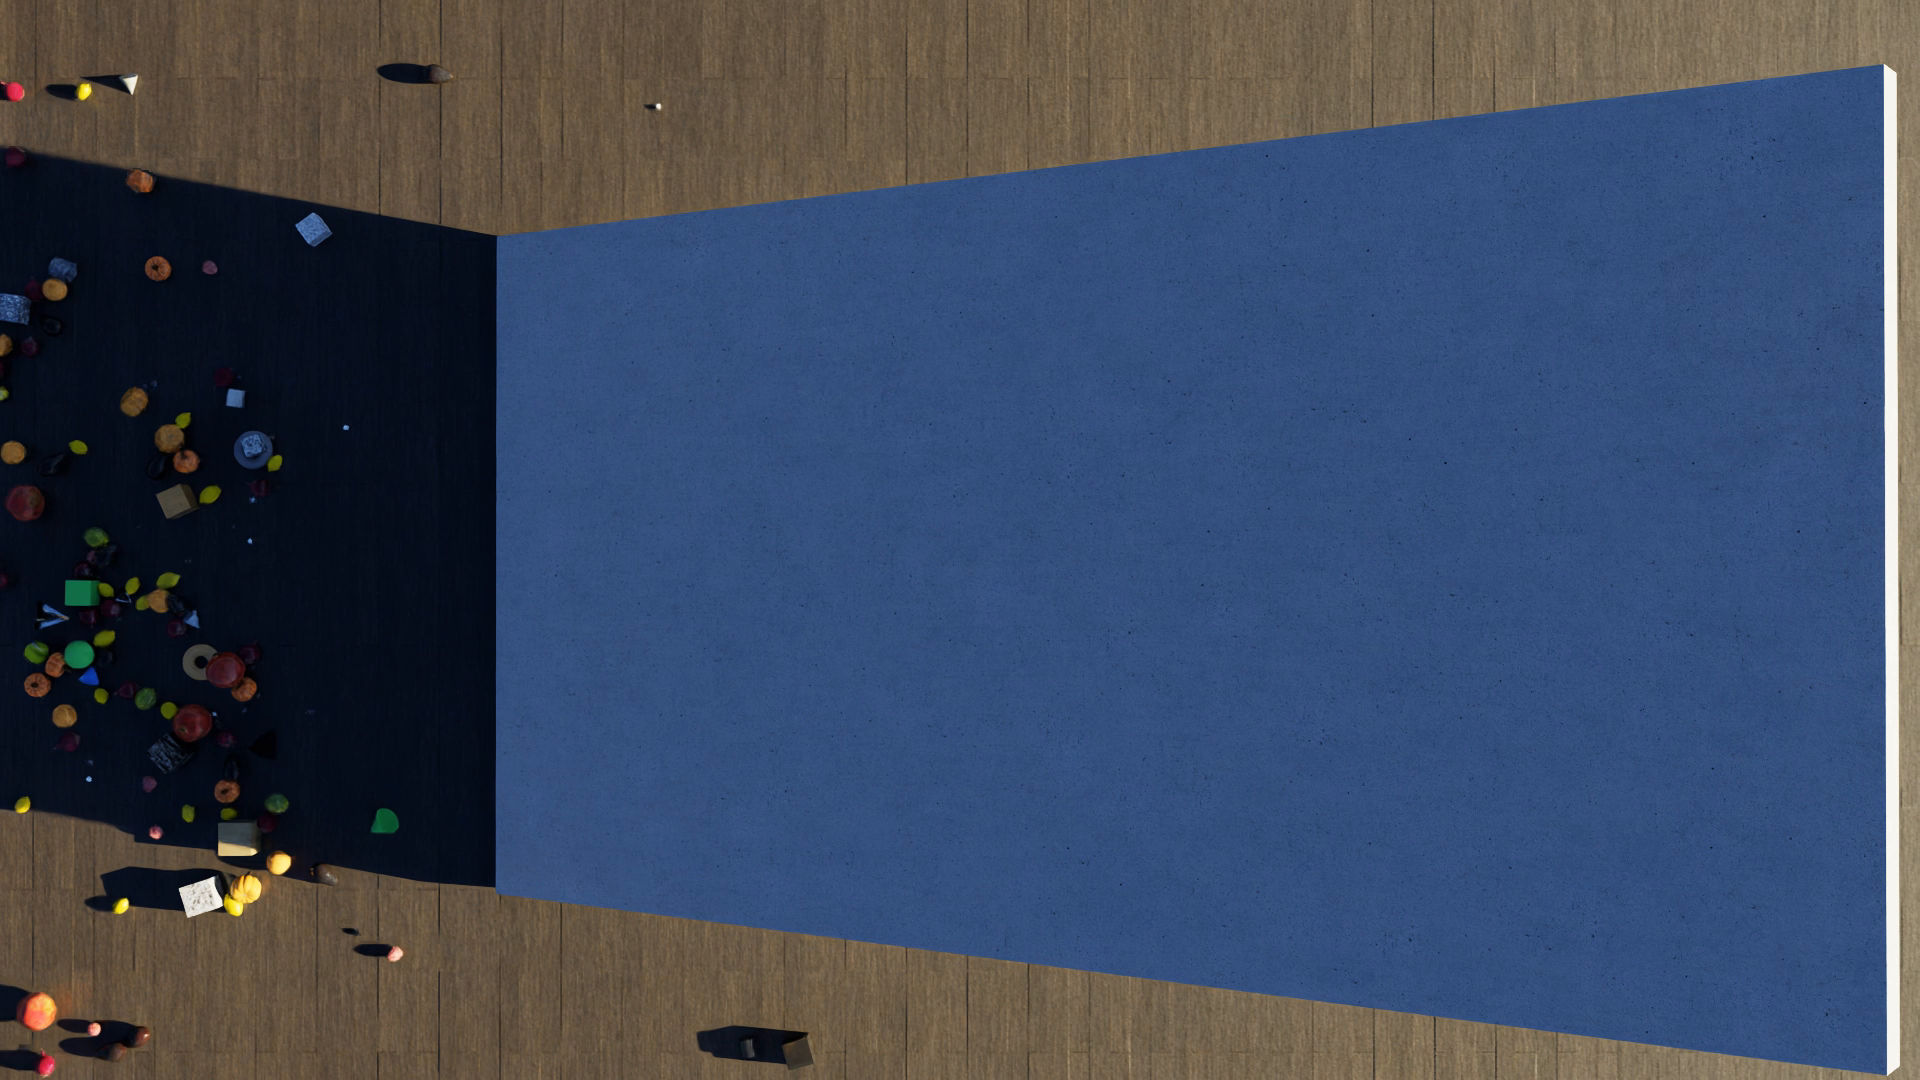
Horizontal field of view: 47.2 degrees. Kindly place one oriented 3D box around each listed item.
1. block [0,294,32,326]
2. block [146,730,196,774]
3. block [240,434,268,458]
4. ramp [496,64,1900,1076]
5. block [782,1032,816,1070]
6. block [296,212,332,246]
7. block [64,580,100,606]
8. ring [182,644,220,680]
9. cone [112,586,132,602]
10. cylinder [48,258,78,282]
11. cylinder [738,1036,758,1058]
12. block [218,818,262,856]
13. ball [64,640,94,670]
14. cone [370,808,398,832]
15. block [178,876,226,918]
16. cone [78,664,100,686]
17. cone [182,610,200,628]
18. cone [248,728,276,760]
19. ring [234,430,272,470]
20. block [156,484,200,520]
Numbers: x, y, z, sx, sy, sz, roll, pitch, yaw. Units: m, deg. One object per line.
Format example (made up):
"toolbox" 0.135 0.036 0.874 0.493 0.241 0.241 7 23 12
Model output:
"block" -2.908 -0.709 6.738 0.082 0.082 0.082 7 90 0
"block" -2.412 0.649 6.724 0.089 0.089 0.089 -44 90 0
"block" -2.152 -0.288 6.709 0.055 0.055 0.055 -19 91 -1
"ramp" 0.239 0.066 5.561 4.000 0.100 2.000 0 89 36
"block" -0.493 1.564 6.722 0.080 0.080 0.080 -16 90 0
"block" -1.982 -0.952 6.746 0.069 0.069 0.069 -36 90 0
"block" -2.686 0.161 6.734 0.077 0.077 0.077 1 90 0
"ring" -2.329 0.375 6.751 0.114 0.038 0.114 0 90 -4
"cone" -2.567 0.179 6.760 0.052 0.052 0.052 39 90 -26
"cylinder" -2.753 -0.830 6.750 0.061 0.061 0.061 17 90 0
"cylinder" -0.647 1.554 6.735 0.053 0.053 0.053 -11 90 0
"block" -2.200 0.908 6.717 0.099 0.099 0.099 -1 90 0
"ball" -2.694 0.350 6.726 0.089 0.089 0.089 0 90 0
"cone" -1.785 0.878 6.748 0.085 0.085 0.085 -33 90 26
"block" -2.313 1.088 6.719 0.093 0.093 0.093 -18 90 0
"cone" -2.670 0.407 6.757 0.060 0.060 0.060 2 63 0
"cone" -2.351 0.254 6.755 0.054 0.054 0.054 -33 114 0
"cone" -2.127 0.612 6.749 0.090 0.090 0.090 17 63 0
"ring" -2.171 -0.277 6.756 0.120 0.040 0.120 0 91 0
"block" -2.395 -0.118 6.734 0.080 0.080 0.080 -25 90 0
